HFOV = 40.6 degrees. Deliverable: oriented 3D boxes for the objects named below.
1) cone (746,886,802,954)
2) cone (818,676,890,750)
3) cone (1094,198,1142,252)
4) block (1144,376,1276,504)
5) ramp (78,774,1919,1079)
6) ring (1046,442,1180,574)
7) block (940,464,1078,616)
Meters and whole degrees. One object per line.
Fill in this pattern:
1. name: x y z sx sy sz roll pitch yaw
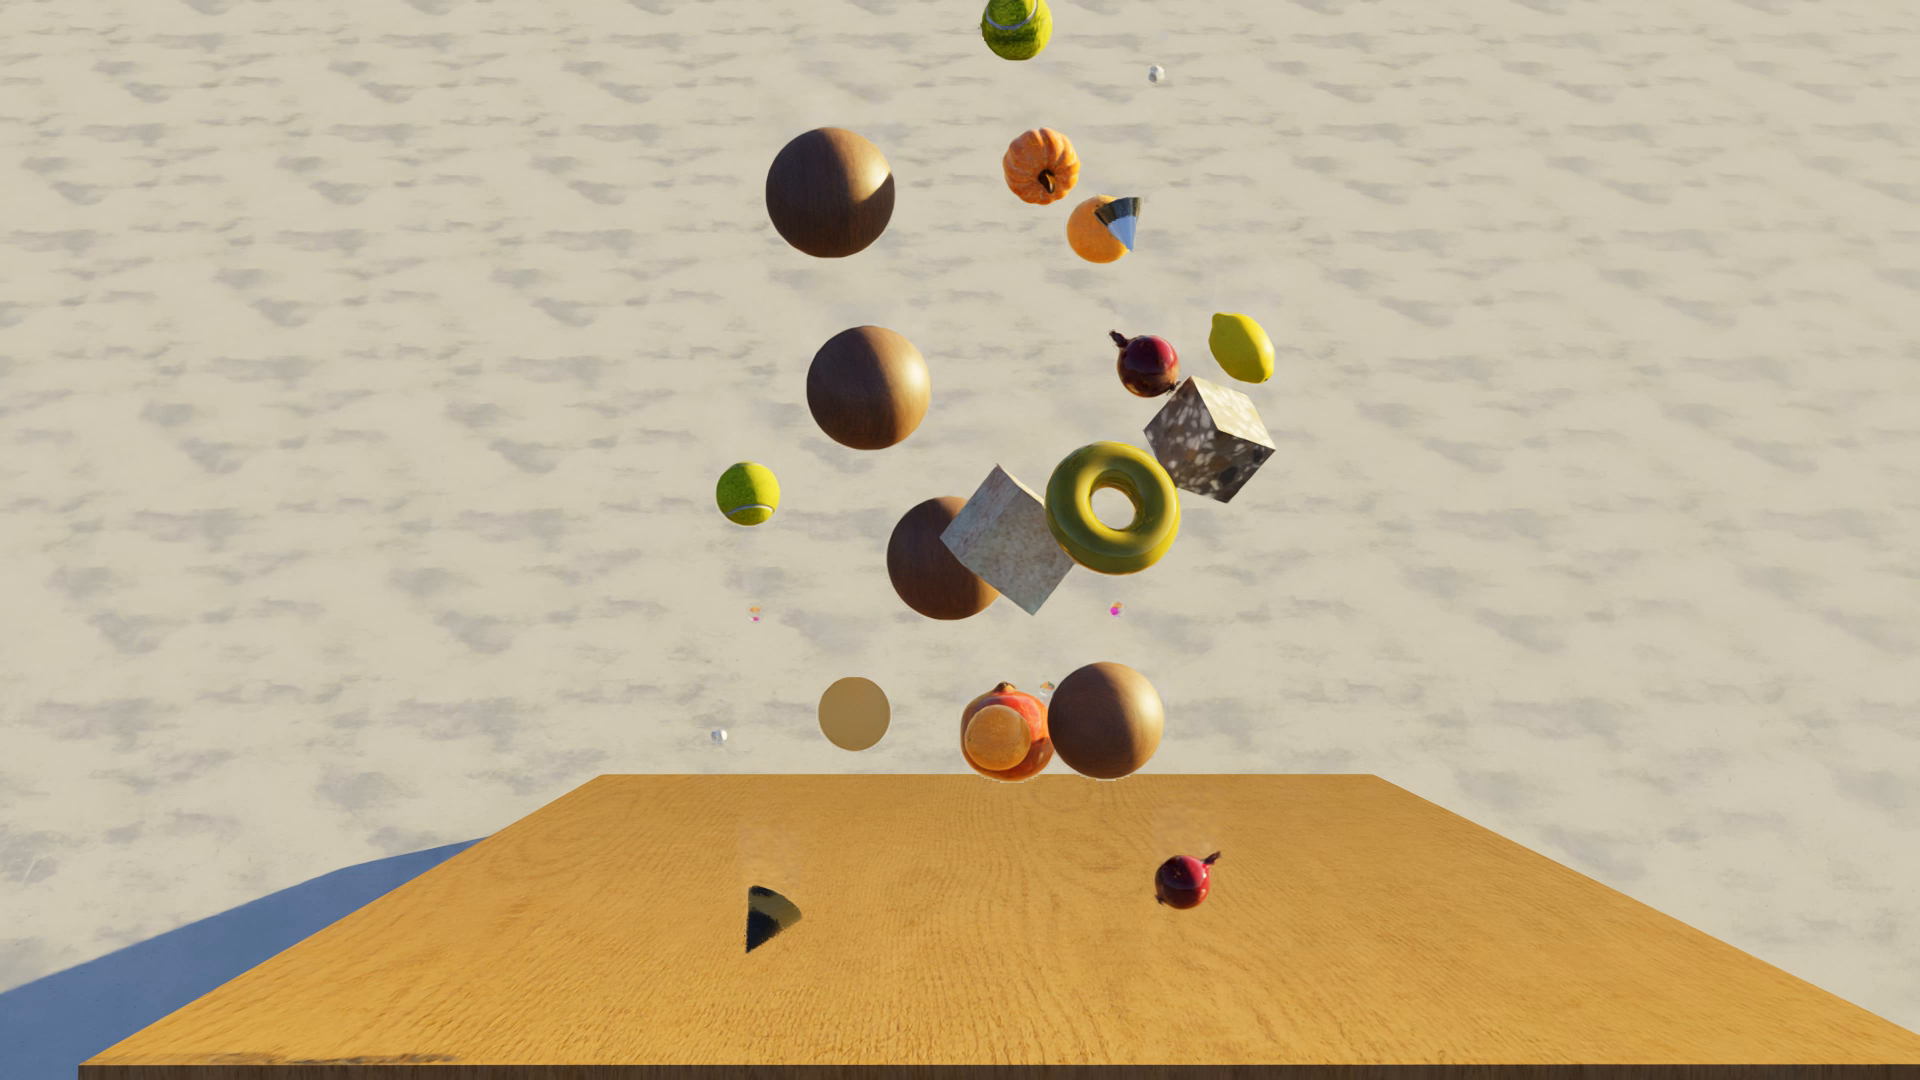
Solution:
1. cone: -0.220 0.429 2.858 0.067 0.067 0.067 16 58 24
2. cone: -0.094 0.167 2.521 0.072 0.072 0.072 8 1 12
3. cone: 0.168 -0.315 2.638 0.050 0.050 0.050 -12 76 -18
4. block: 0.237 -0.095 2.470 0.076 0.076 0.076 16 37 -36
5. ramp: 0.072 0.630 4.726 2.000 0.100 4.000 0 -1 0
6. ring: 0.139 -0.029 2.367 0.128 0.043 0.128 5 69 -14
7. block: 0.054 0.000 2.538 0.093 0.093 0.093 37 5 -20
